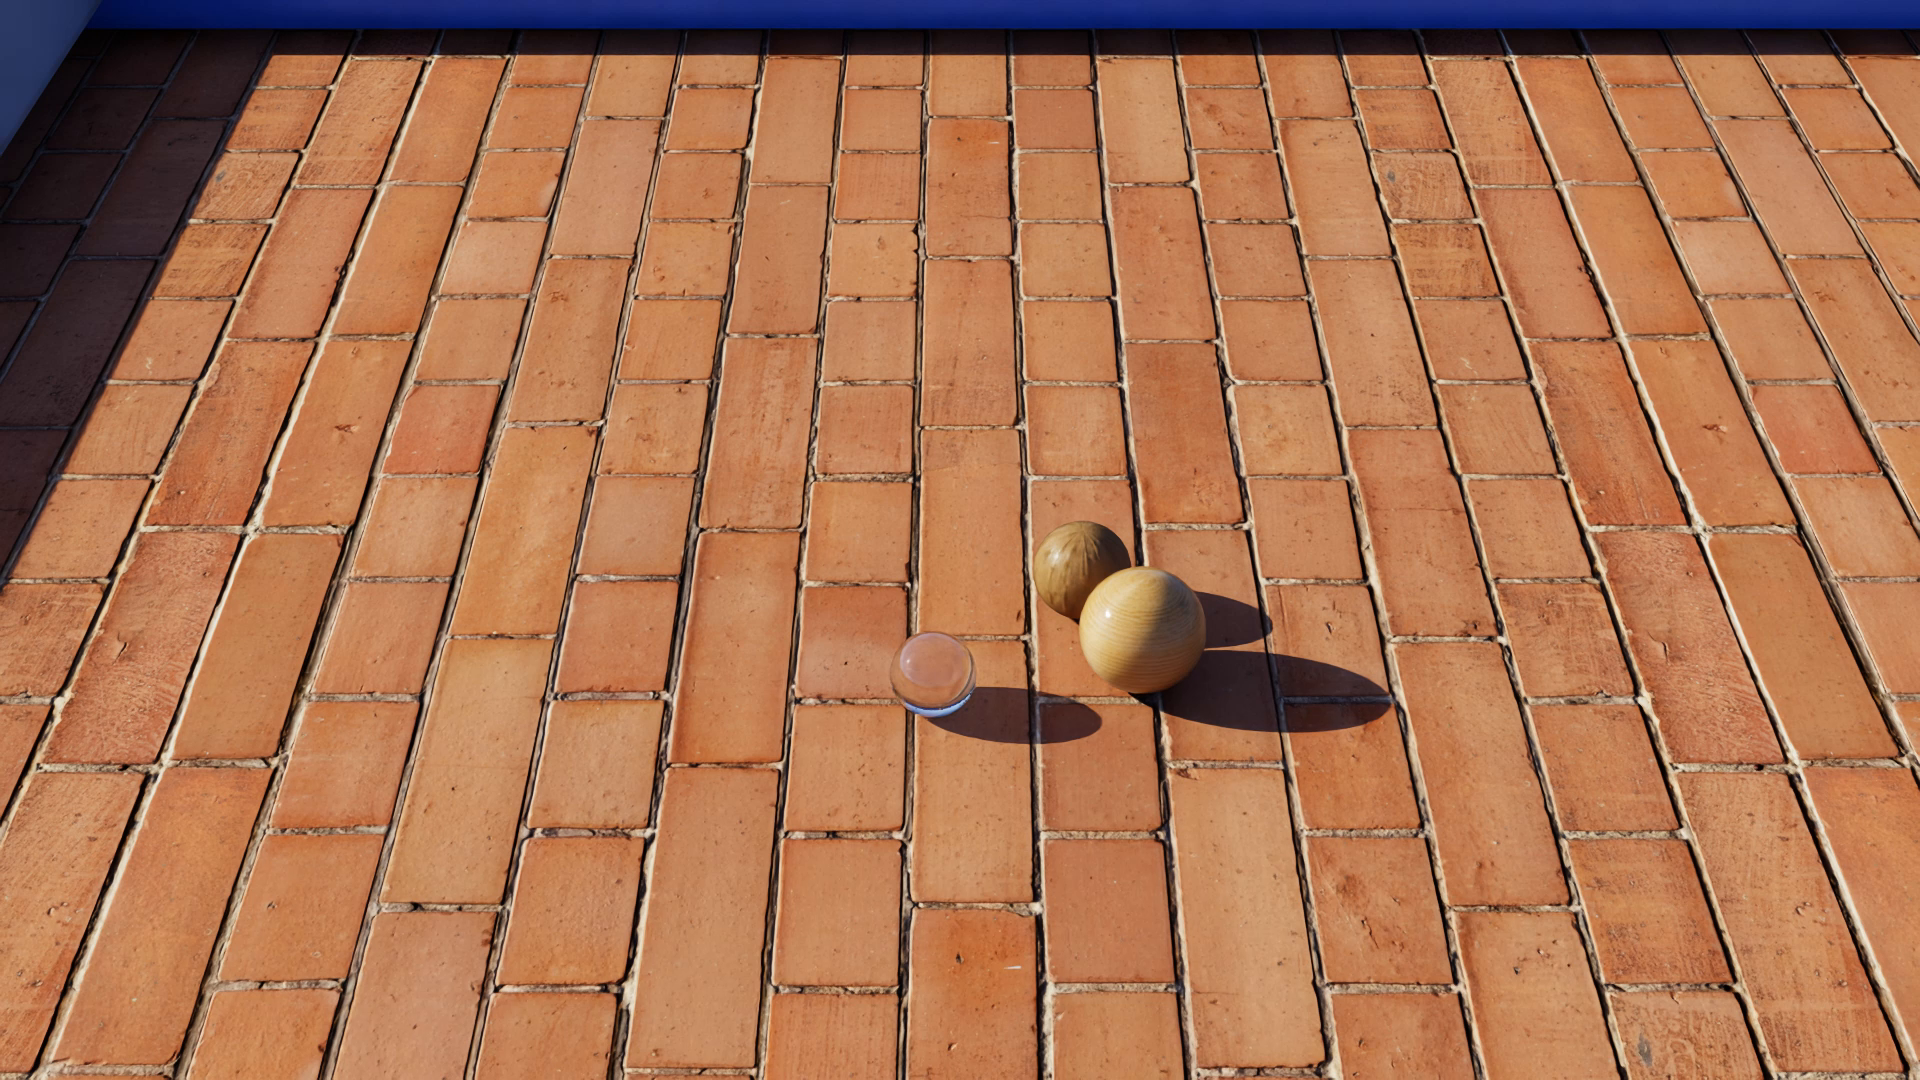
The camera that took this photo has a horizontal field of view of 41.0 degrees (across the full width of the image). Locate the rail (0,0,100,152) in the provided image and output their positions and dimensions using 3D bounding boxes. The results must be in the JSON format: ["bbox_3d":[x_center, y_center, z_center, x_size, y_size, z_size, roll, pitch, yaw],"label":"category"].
[{"bbox_3d":[-0.813,-0.016,1.693,0.045,0.105,1.753,0,36,0],"label":"rail"}]

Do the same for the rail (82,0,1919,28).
[{"bbox_3d":[0.836,-0.516,2.384,3.345,0.105,0.045,0,36,0],"label":"rail"}]

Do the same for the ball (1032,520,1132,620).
[{"bbox_3d":[0.080,0.020,1.679,0.065,0.065,0.065,0,36,0],"label":"ball"}]

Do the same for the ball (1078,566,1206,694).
[{"bbox_3d":[0.115,0.057,1.614,0.081,0.081,0.081,0,36,0],"label":"ball"}]

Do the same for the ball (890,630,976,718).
[{"bbox_3d":[-0.017,0.084,1.599,0.054,0.054,0.054,0,36,0],"label":"ball"}]
